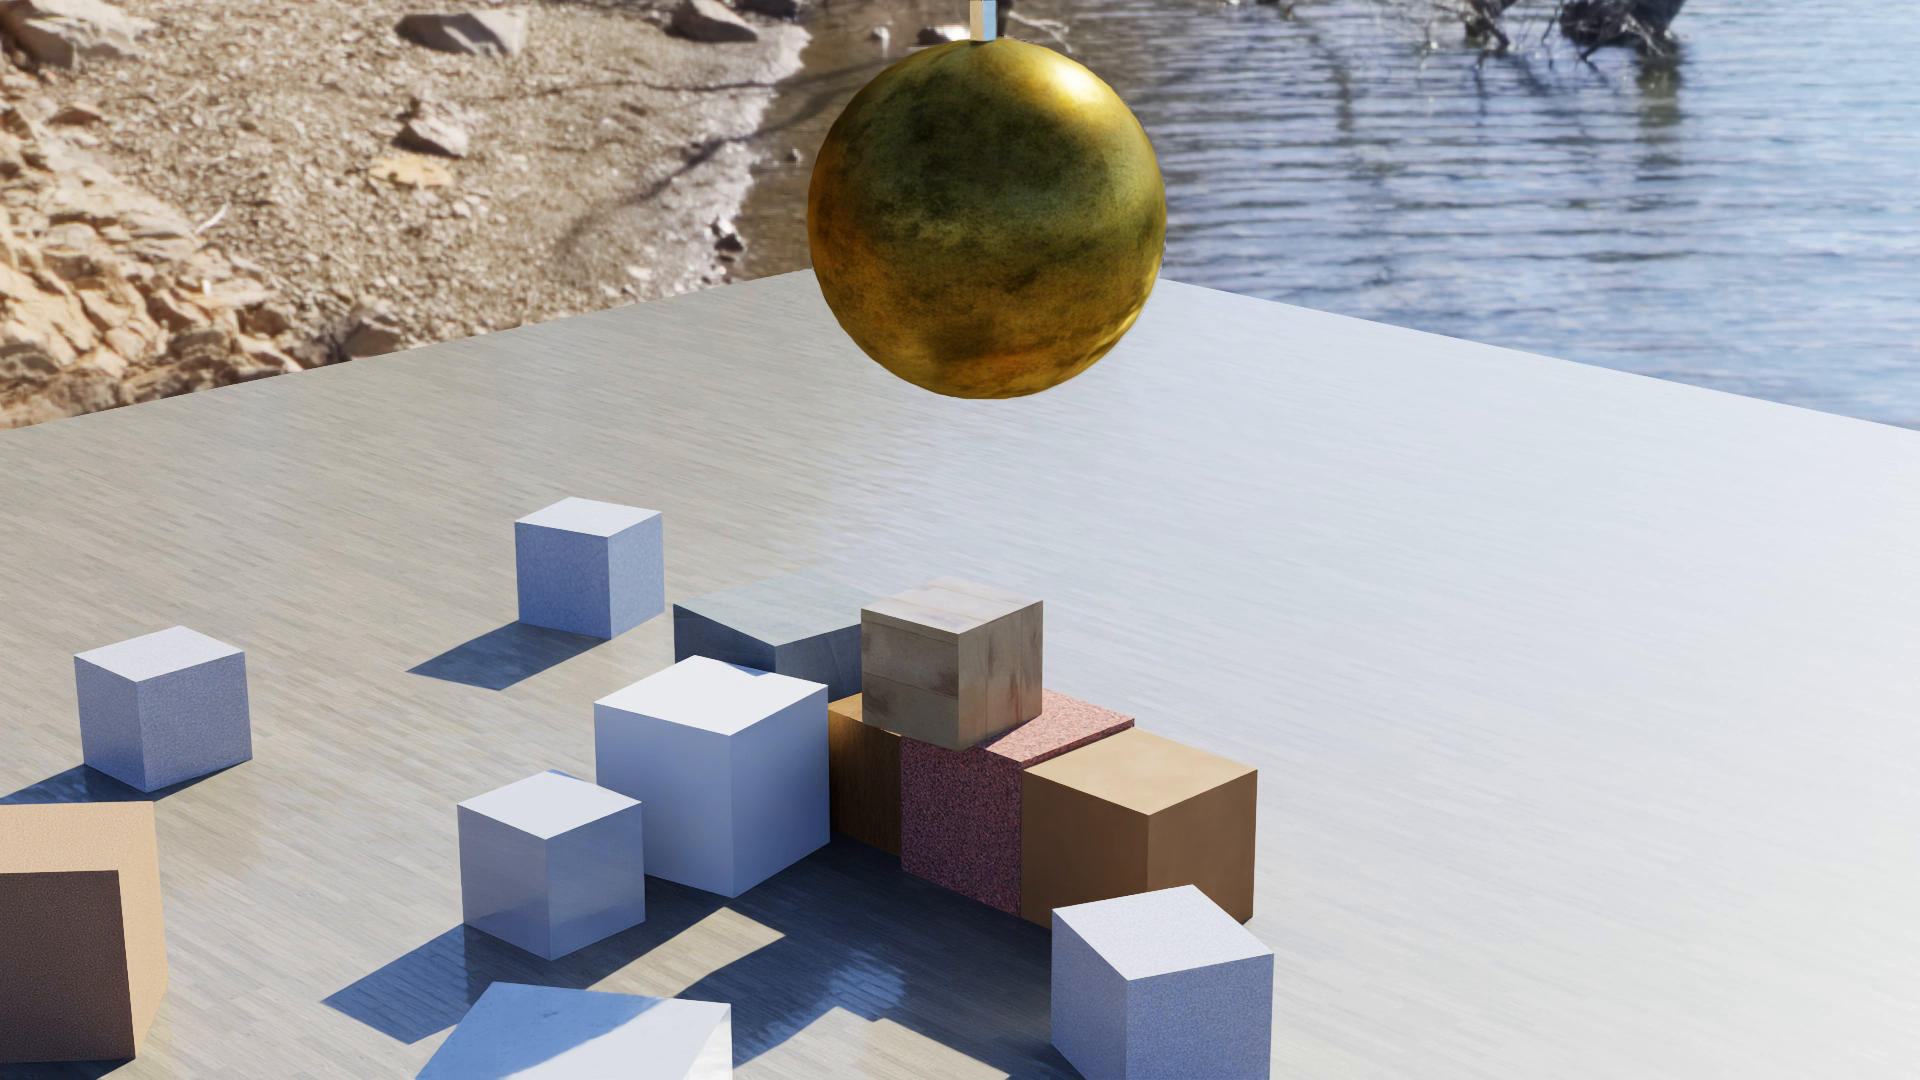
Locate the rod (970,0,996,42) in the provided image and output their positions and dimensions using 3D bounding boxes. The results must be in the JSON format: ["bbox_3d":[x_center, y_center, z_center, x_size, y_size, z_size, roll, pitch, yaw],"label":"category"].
[{"bbox_3d":[0.051,-4.643,11.936,0.080,5.200,0.080,17,26,42],"label":"rod"}]

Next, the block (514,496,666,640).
[{"bbox_3d":[-2.122,0.155,16.840,0.639,0.607,0.549,9,20,27],"label":"block"}]

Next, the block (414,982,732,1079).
[{"bbox_3d":[-1.329,2.128,10.200,0.886,0.824,0.822,4,18,11],"label":"block"}]

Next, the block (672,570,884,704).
[{"bbox_3d":[-0.823,0.748,14.485,0.830,0.888,0.836,-14,22,-38],"label":"block"}]

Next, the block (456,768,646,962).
[{"bbox_3d":[-1.794,1.418,12.887,0.589,0.567,0.549,15,23,39],"label":"block"}]

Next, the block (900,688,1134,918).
[{"bbox_3d":[0.261,1.163,13.408,0.751,0.742,0.753,16,24,42],"label":"block"}]

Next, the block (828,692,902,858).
[{"bbox_3d":[-0.217,1.072,13.928,0.633,0.603,0.618,-16,24,-42],"label":"block"}]

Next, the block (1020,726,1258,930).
[{"bbox_3d":[0.785,1.338,12.911,0.733,0.706,0.726,16,24,42],"label":"block"}]

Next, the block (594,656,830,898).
[{"bbox_3d":[-1.142,1.082,13.593,0.774,0.785,0.757,11,20,31],"label":"block"}]

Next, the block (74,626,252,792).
[{"bbox_3d":[-3.994,0.839,14.709,0.571,0.579,0.615,16,23,41],"label":"block"}]

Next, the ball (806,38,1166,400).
[{"bbox_3d":[0.117,-1.420,13.018,1.600,1.600,1.600,0,17,0],"label":"ball"}]

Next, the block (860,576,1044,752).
[{"bbox_3d":[-0.034,0.548,13.208,0.560,0.551,0.605,14,22,37],"label":"block"}]

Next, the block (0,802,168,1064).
[{"bbox_3d":[-3.660,1.587,11.926,0.676,0.821,0.702,-1,17,-4],"label":"block"}]

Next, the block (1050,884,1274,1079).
[{"bbox_3d":[0.790,1.814,11.589,0.626,0.590,0.693,-7,19,-21],"label":"block"}]
